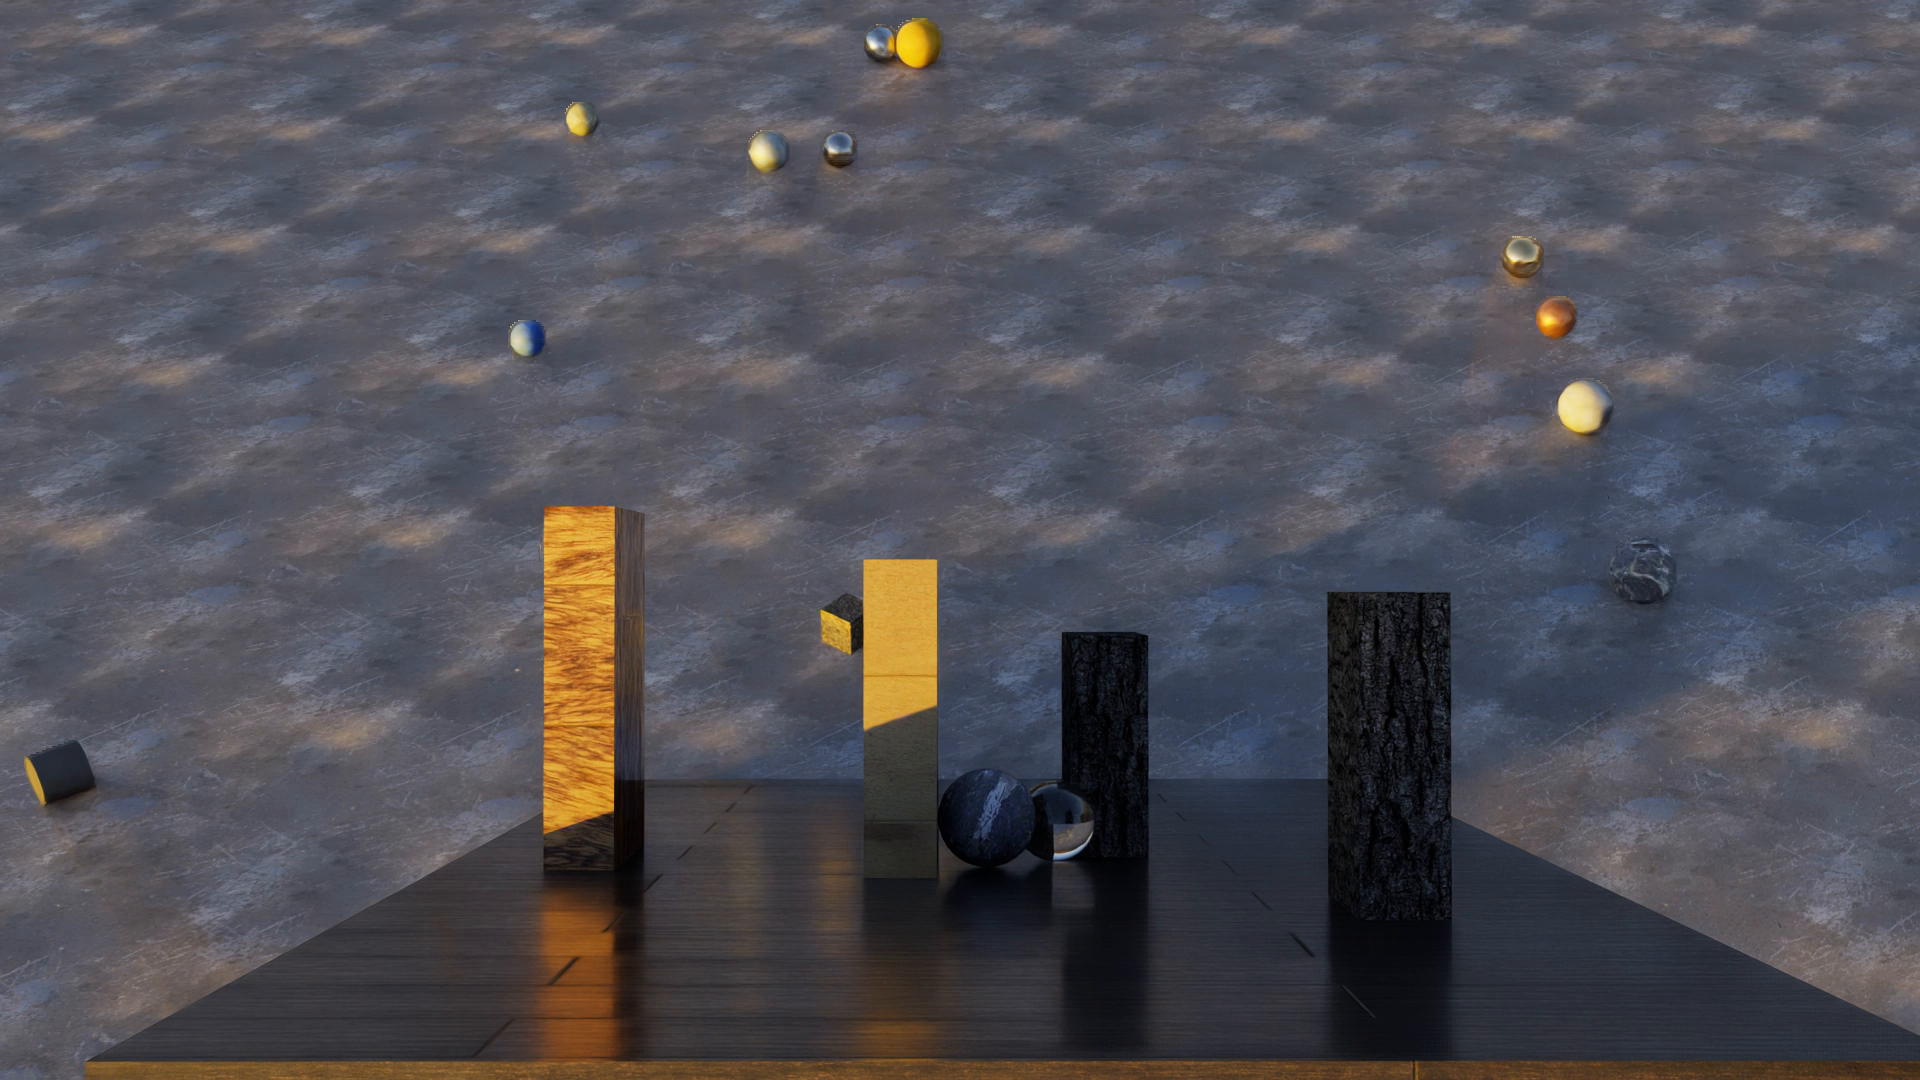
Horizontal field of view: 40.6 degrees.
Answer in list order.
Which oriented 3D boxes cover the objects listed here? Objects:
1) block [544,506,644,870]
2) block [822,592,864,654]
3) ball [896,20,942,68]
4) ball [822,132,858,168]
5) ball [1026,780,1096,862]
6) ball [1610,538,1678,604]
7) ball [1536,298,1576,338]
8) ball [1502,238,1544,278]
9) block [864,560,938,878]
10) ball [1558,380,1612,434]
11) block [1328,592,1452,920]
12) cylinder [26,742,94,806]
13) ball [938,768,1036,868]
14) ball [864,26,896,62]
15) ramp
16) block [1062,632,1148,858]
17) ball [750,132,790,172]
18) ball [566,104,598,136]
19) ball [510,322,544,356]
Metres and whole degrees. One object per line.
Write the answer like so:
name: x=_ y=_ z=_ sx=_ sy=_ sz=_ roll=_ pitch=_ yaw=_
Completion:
block: x=-0.675 y=0.266 z=4.818 sx=0.125 sy=0.644 sz=0.443 roll=0 pitch=-1 yaw=0
block: x=-0.318 y=0.238 z=7.395 sx=0.109 sy=0.109 sz=0.109 roll=23 pitch=39 yaw=32
ball: x=-0.171 y=-2.090 z=10.929 sx=0.199 sy=0.199 sz=0.199 roll=0 pitch=33 yaw=0
ball: x=-0.468 y=-1.520 z=10.100 sx=0.137 sy=0.137 sz=0.137 roll=0 pitch=33 yaw=0
ball: x=0.174 y=0.514 z=4.741 sx=0.147 sy=0.147 sz=0.147 roll=0 pitch=33 yaw=0
ball: x=1.988 y=0.091 z=7.548 sx=0.191 sy=0.191 sz=0.191 roll=0 pitch=33 yaw=0
ball: x=2.053 y=-0.766 z=8.928 sx=0.138 sy=0.138 sz=0.138 roll=0 pitch=33 yaw=0
ball: x=2.016 y=-1.012 z=9.301 sx=0.148 sy=0.148 sz=0.148 roll=0 pitch=33 yaw=0
block: x=-0.103 y=0.311 z=4.641 sx=0.127 sy=0.548 sz=0.344 roll=0 pitch=-1 yaw=0
ball: x=2.019 y=-0.430 z=8.374 sx=0.173 sy=0.173 sz=0.173 roll=0 pitch=33 yaw=0
block: x=0.671 y=0.329 z=4.075 sx=0.139 sy=0.493 sz=0.332 roll=0 pitch=-1 yaw=0
cylinder: x=-2.358 y=0.611 z=6.796 sx=0.130 sy=0.130 sz=0.130 roll=-21 pitch=38 yaw=-29
ball: x=0.048 y=0.497 z=4.641 sx=0.176 sy=0.176 sz=0.176 roll=0 pitch=33 yaw=0
ball: x=-0.335 y=-2.100 z=10.990 sx=0.149 sy=0.149 sz=0.149 roll=0 pitch=33 yaw=0
ramp: x=0.073 y=0.637 z=4.746 sx=2.000 sy=0.100 sz=4.000 roll=0 pitch=-1 yaw=0
block: x=0.277 y=0.386 z=5.006 sx=0.145 sy=0.411 sz=0.393 roll=0 pitch=-1 yaw=0
ball: x=-0.740 y=-1.506 z=10.061 sx=0.155 sy=0.155 sz=0.155 roll=0 pitch=33 yaw=0
ball: x=-1.507 y=-1.679 z=10.354 sx=0.129 sy=0.129 sz=0.129 roll=0 pitch=33 yaw=0
ball: x=-1.471 y=-0.684 z=8.820 sx=0.117 sy=0.117 sz=0.117 roll=0 pitch=33 yaw=0
